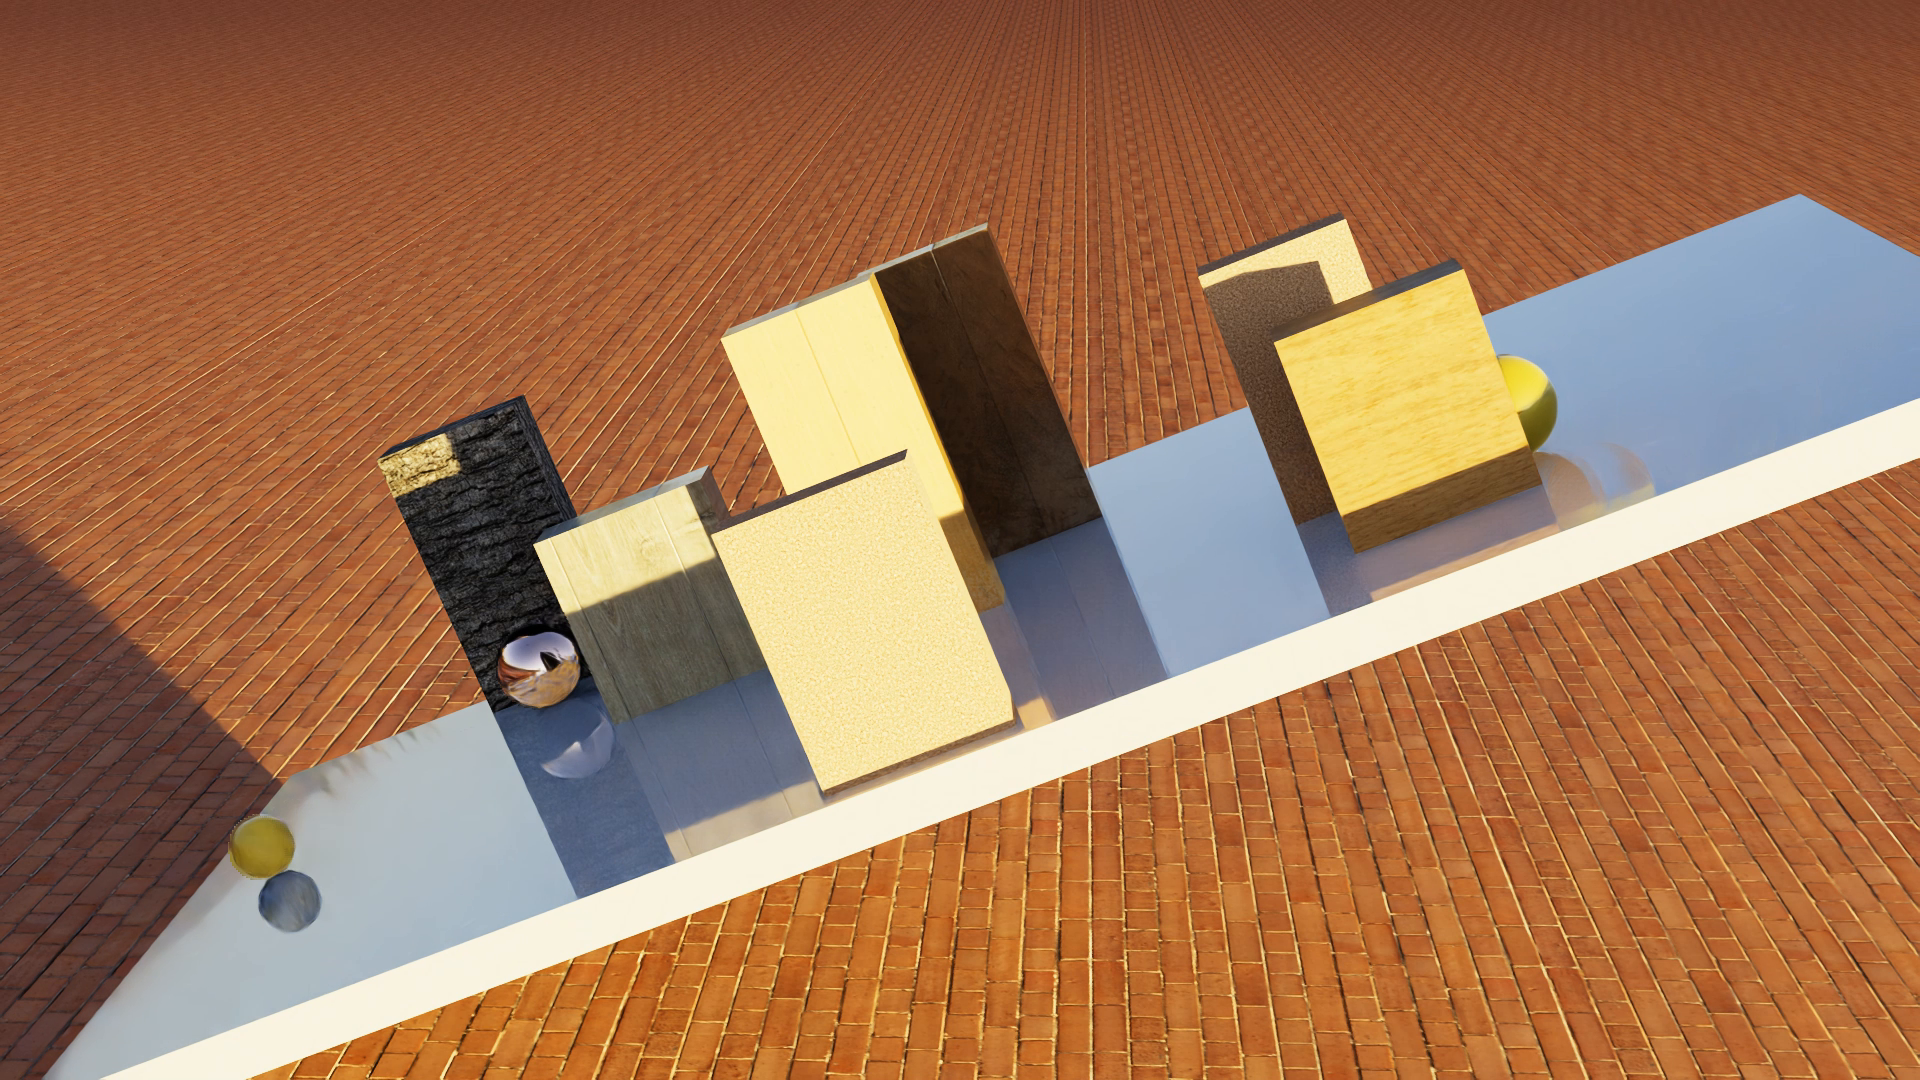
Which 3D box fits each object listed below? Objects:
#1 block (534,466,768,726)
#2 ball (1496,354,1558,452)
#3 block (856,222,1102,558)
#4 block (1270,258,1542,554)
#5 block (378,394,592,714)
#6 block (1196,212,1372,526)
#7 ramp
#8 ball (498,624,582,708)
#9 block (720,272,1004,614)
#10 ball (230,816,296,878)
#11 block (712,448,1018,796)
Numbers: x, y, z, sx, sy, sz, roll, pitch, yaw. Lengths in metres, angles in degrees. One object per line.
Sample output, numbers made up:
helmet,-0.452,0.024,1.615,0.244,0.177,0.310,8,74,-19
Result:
block,-0.671,0.124,6.615,0.406,0.451,0.145,-21,12,7
ball,1.059,-0.257,5.728,0.208,0.208,0.208,0,14,0
block,0.047,-0.329,6.668,0.316,0.707,0.102,-21,12,7
block,0.841,-0.253,5.558,0.372,0.436,0.142,-21,12,7
block,-1.110,0.035,7.227,0.361,0.687,0.148,-21,12,7
block,0.719,-0.343,5.908,0.309,0.545,0.116,-21,12,7
ramp,0.124,0.173,6.290,4.000,0.100,2.000,-21,12,7
ball,-1.009,0.302,7.060,0.199,0.199,0.199,0,14,0
block,-0.202,-0.156,6.268,0.336,0.749,0.121,-21,12,7
ball,-1.545,0.681,6.524,0.140,0.140,0.140,0,14,0
block,-0.171,0.153,5.384,0.379,0.535,0.099,-21,12,7
